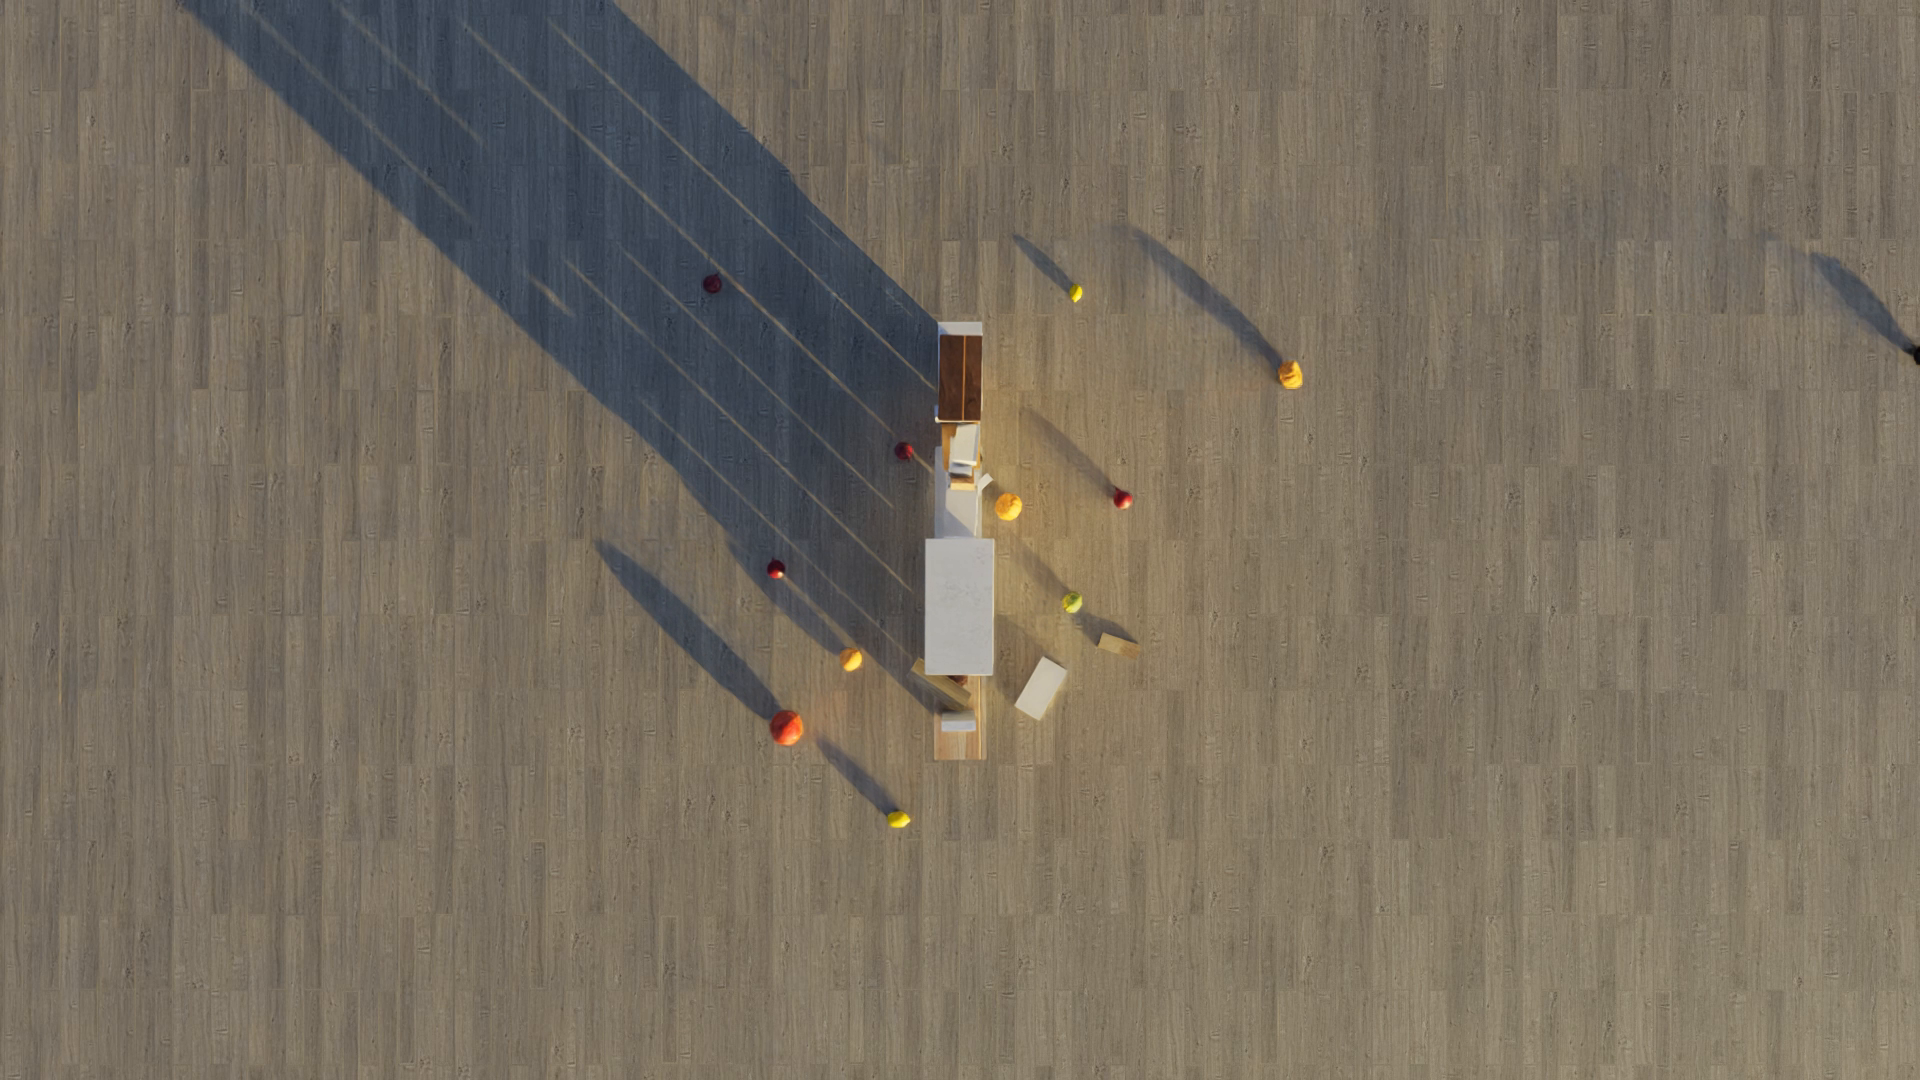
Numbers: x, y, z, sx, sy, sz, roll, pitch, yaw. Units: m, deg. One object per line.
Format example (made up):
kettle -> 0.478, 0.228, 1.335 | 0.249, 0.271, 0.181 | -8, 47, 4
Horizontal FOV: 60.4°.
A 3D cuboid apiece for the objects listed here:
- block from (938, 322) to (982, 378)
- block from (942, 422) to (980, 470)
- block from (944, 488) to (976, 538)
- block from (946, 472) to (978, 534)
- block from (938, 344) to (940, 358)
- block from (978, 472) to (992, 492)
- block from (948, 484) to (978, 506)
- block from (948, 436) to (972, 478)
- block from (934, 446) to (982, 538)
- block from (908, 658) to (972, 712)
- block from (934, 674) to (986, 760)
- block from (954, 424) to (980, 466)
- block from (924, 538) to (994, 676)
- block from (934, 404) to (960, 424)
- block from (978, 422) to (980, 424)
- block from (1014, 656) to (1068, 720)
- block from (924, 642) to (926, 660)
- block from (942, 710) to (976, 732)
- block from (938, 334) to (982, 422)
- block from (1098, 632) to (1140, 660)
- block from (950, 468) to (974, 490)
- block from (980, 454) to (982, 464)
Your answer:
block -> 0.001, -0.520, 4.941 | 0.131, 0.037, 0.263 | 0, 90, 0
block -> 0.001, -0.306, 4.696 | 0.106, 0.030, 0.211 | -2, 90, 0
block -> 0.000, -0.057, 4.587 | 0.086, 0.024, 0.171 | 3, 91, 0
block -> 0.006, -0.107, 4.784 | 0.091, 0.026, 0.182 | 2, 90, 0
block -> 0.000, -0.513, 4.687 | 0.114, 0.470, 0.032 | -2, 90, 0
block -> 0.052, -0.157, 4.888 | 0.091, 0.182, 0.026 | -41, 91, 0
block -> 0.006, -0.129, 4.685 | 0.085, 0.171, 0.024 | 2, 102, 0
block -> 0.003, -0.234, 4.636 | 0.065, 0.018, 0.131 | 3, 55, -1
block -> -0.005, -0.146, 5.186 | 0.147, 0.042, 0.293 | 0, 90, 0
block -> -0.060, 0.425, 4.830 | 0.191, 0.095, 0.027 | 34, 112, 0
block -> 0.000, 0.496, 4.901 | 0.154, 0.044, 0.308 | -1, 90, 0
block -> 0.019, -0.269, 4.637 | 0.065, 0.018, 0.130 | 5, 56, 0
block -> -0.002, 0.175, 4.337 | 0.178, 0.050, 0.356 | 0, 90, 0
block -> -0.011, -0.349, 4.567 | 0.114, 0.229, 0.032 | -2, 89, 0
block -> 0.003, -0.419, 5.240 | 0.122, 0.034, 0.243 | 0, 90, 0
block -> 0.269, 0.492, 5.486 | 0.095, 0.027, 0.191 | 30, 90, 0
block -> -0.003, 0.291, 4.541 | 0.178, 0.356, 0.050 | 0, 91, 0
block -> -0.004, 0.517, 4.726 | 0.095, 0.307, 0.027 | -1, 90, 0
block -> 0.001, -0.435, 4.436 | 0.114, 0.032, 0.229 | 1, 90, 0
block -> 0.531, 0.353, 5.493 | 0.136, 0.014, 0.051 | 19, 90, 0
block -> 0.007, -0.172, 4.622 | 0.065, 0.131, 0.018 | 2, 112, -1
block -> 0.010, -0.230, 4.845 | 0.106, 0.268, 0.030 | -17, 90, 0
